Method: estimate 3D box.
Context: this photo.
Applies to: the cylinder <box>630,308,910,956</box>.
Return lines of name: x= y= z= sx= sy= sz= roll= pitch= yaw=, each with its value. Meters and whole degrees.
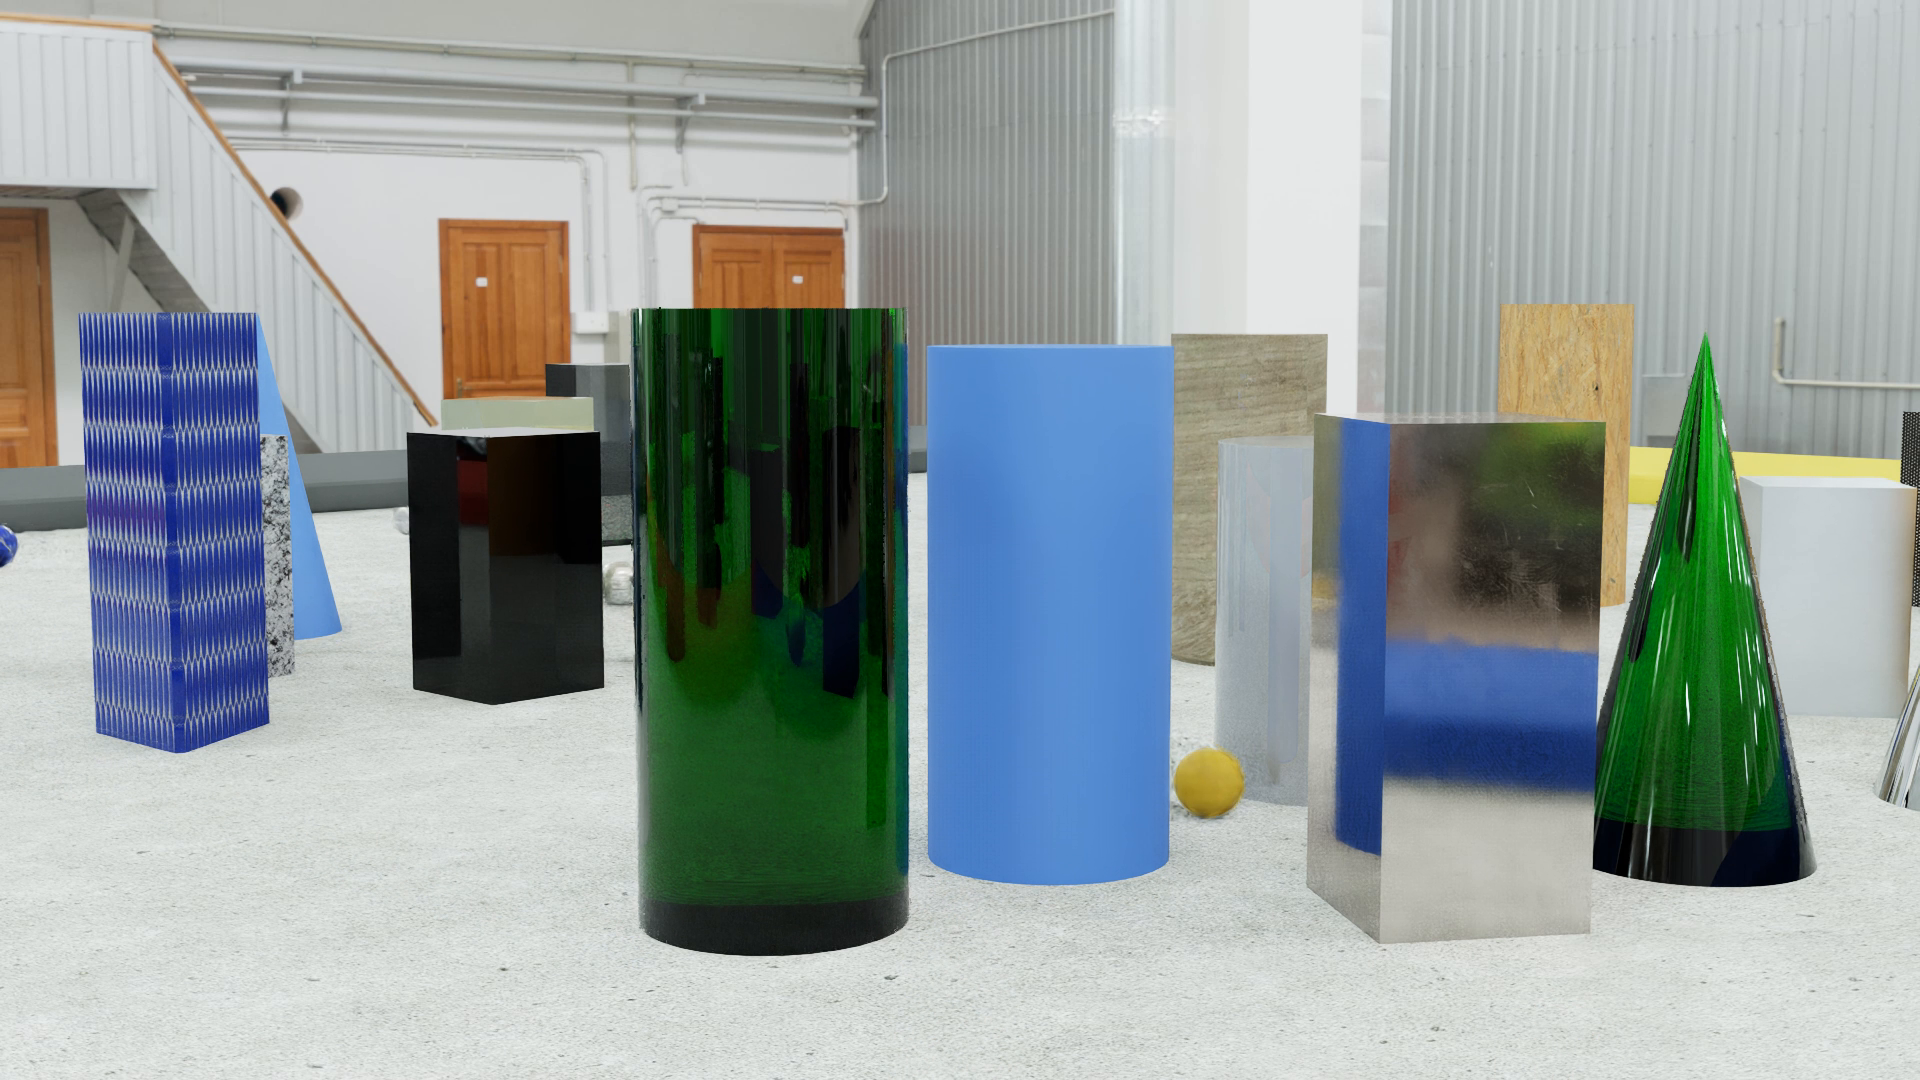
cylinder: x=-0.136 y=0.056 z=1.597 sx=0.198 sy=0.446 sz=0.198 roll=0 pitch=6 yaw=0

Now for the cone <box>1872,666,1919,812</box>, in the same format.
cone: x=0.941 y=0.067 z=1.992 sx=0.198 sy=0.343 sz=0.198 roll=0 pitch=6 yaw=0

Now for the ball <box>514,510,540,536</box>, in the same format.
ball: x=-0.859 y=-0.034 z=4.362 sx=0.051 sy=0.051 sz=0.051 roll=0 pitch=6 yaw=0

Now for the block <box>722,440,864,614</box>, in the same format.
block: x=-0.254 y=-0.024 z=3.337 sx=0.159 sy=0.243 sz=0.159 roll=-3 pitch=7 yaw=-29

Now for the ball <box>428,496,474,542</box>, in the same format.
ball: x=-0.987 y=-0.042 z=4.263 sx=0.089 sy=0.089 sz=0.089 roll=0 pitch=6 yaw=0

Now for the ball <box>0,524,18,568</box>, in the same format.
ball: x=-1.676 y=0.011 z=3.817 sx=0.076 sy=0.076 sz=0.076 roll=0 pitch=6 yaw=0

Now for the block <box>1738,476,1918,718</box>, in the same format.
block: x=0.972 y=0.060 z=2.485 sx=0.159 sy=0.253 sz=0.159 roll=1 pitch=6 yaw=10

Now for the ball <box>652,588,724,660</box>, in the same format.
ball: x=-0.348 y=0.108 z=2.808 sx=0.091 sy=0.091 sz=0.091 roll=0 pitch=6 yaw=0

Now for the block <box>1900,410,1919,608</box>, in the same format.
block: x=1.530 y=-0.045 z=3.298 sx=0.159 sy=0.293 sz=0.159 roll=-3 pitch=7 yaw=-25

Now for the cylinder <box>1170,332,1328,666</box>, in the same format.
cylinder: x=0.369 y=-0.057 z=2.824 sx=0.198 sy=0.415 sz=0.198 roll=0 pitch=6 yaw=0

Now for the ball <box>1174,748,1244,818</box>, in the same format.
ball: x=0.219 y=0.214 z=1.938 sx=0.061 sy=0.061 sz=0.061 roll=0 pitch=6 yaw=0

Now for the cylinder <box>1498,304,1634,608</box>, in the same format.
cylinder: x=0.927 y=-0.134 z=3.381 sx=0.198 sy=0.454 sz=0.198 roll=0 pitch=6 yaw=0

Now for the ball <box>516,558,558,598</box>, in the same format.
ball: x=-0.657 y=0.058 z=3.422 sx=0.063 sy=0.063 sz=0.063 roll=0 pitch=6 yaw=0

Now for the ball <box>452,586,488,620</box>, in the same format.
ball: x=-0.707 y=0.090 z=3.173 sx=0.051 sy=0.051 sz=0.051 roll=0 pitch=6 yaw=0

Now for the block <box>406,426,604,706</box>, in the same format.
block: x=-0.533 y=0.025 z=2.583 sx=0.159 sy=0.304 sz=0.159 roll=5 pitch=8 yaw=42

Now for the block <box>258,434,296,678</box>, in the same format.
block: x=-0.928 y=0.021 z=2.671 sx=0.159 sy=0.293 sz=0.159 roll=4 pitch=7 yaw=35

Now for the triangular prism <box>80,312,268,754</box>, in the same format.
triangular prism: x=-0.801 y=-0.016 z=2.308 sx=0.172 sy=0.442 sz=0.149 roll=5 pitch=8 yaw=42

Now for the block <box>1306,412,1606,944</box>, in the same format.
block: x=0.360 y=0.093 z=1.622 sx=0.159 sy=0.367 sz=0.159 roll=-1 pitch=6 yaw=-10

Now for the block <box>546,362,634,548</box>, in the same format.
block: x=-0.685 y=-0.167 z=4.237 sx=0.159 sy=0.343 sz=0.159 roll=-5 pitch=8 yaw=-41

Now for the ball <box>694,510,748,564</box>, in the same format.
ball: x=-0.420 y=-0.006 z=3.874 sx=0.096 sy=0.096 sz=0.096 roll=0 pitch=6 yaw=0

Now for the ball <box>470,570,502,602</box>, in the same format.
ball: x=-0.724 y=0.071 z=3.361 sx=0.050 sy=0.050 sz=0.050 roll=0 pitch=6 yaw=0

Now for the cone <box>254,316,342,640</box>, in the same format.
cone: x=-0.962 y=-0.093 z=3.036 sx=0.198 sy=0.443 sz=0.198 roll=0 pitch=6 yaw=0

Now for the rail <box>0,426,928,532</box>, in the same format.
rail: x=-1.403 y=-0.124 z=4.844 sx=4.717 sy=0.129 sz=0.045 roll=-5 pitch=8 yaw=-42

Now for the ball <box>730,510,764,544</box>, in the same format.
ball: x=-0.408 y=-0.025 z=4.213 sx=0.065 sy=0.065 sz=0.065 roll=0 pitch=6 yaw=0

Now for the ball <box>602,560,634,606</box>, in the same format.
ball: x=-0.517 y=0.065 z=3.335 sx=0.068 sy=0.068 sz=0.068 roll=0 pitch=6 yaw=0

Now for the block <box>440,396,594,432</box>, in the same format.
block: x=-0.650 y=-0.051 z=3.249 sx=0.159 sy=0.316 sz=0.159 roll=2 pitch=6 yaw=22

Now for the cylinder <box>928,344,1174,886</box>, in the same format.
cylinder: x=0.073 y=0.051 z=1.786 sx=0.198 sy=0.416 sz=0.198 roll=0 pitch=6 yaw=0

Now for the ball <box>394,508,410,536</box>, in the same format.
ball: x=-1.097 y=-0.038 z=4.376 sx=0.056 sy=0.056 sz=0.056 roll=0 pitch=6 yaw=0

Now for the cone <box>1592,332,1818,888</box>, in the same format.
cone: x=0.596 y=0.045 z=1.780 sx=0.198 sy=0.431 sz=0.198 roll=0 pitch=6 yaw=0

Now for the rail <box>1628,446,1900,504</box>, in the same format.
rail: x=1.716 y=-0.131 z=4.907 sx=0.045 sy=0.129 sz=4.184 roll=-5 pitch=8 yaw=-42

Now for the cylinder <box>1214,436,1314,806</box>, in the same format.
cylinder: x=0.339 y=0.070 z=2.057 sx=0.198 sy=0.323 sz=0.198 roll=0 pitch=6 yaw=0
